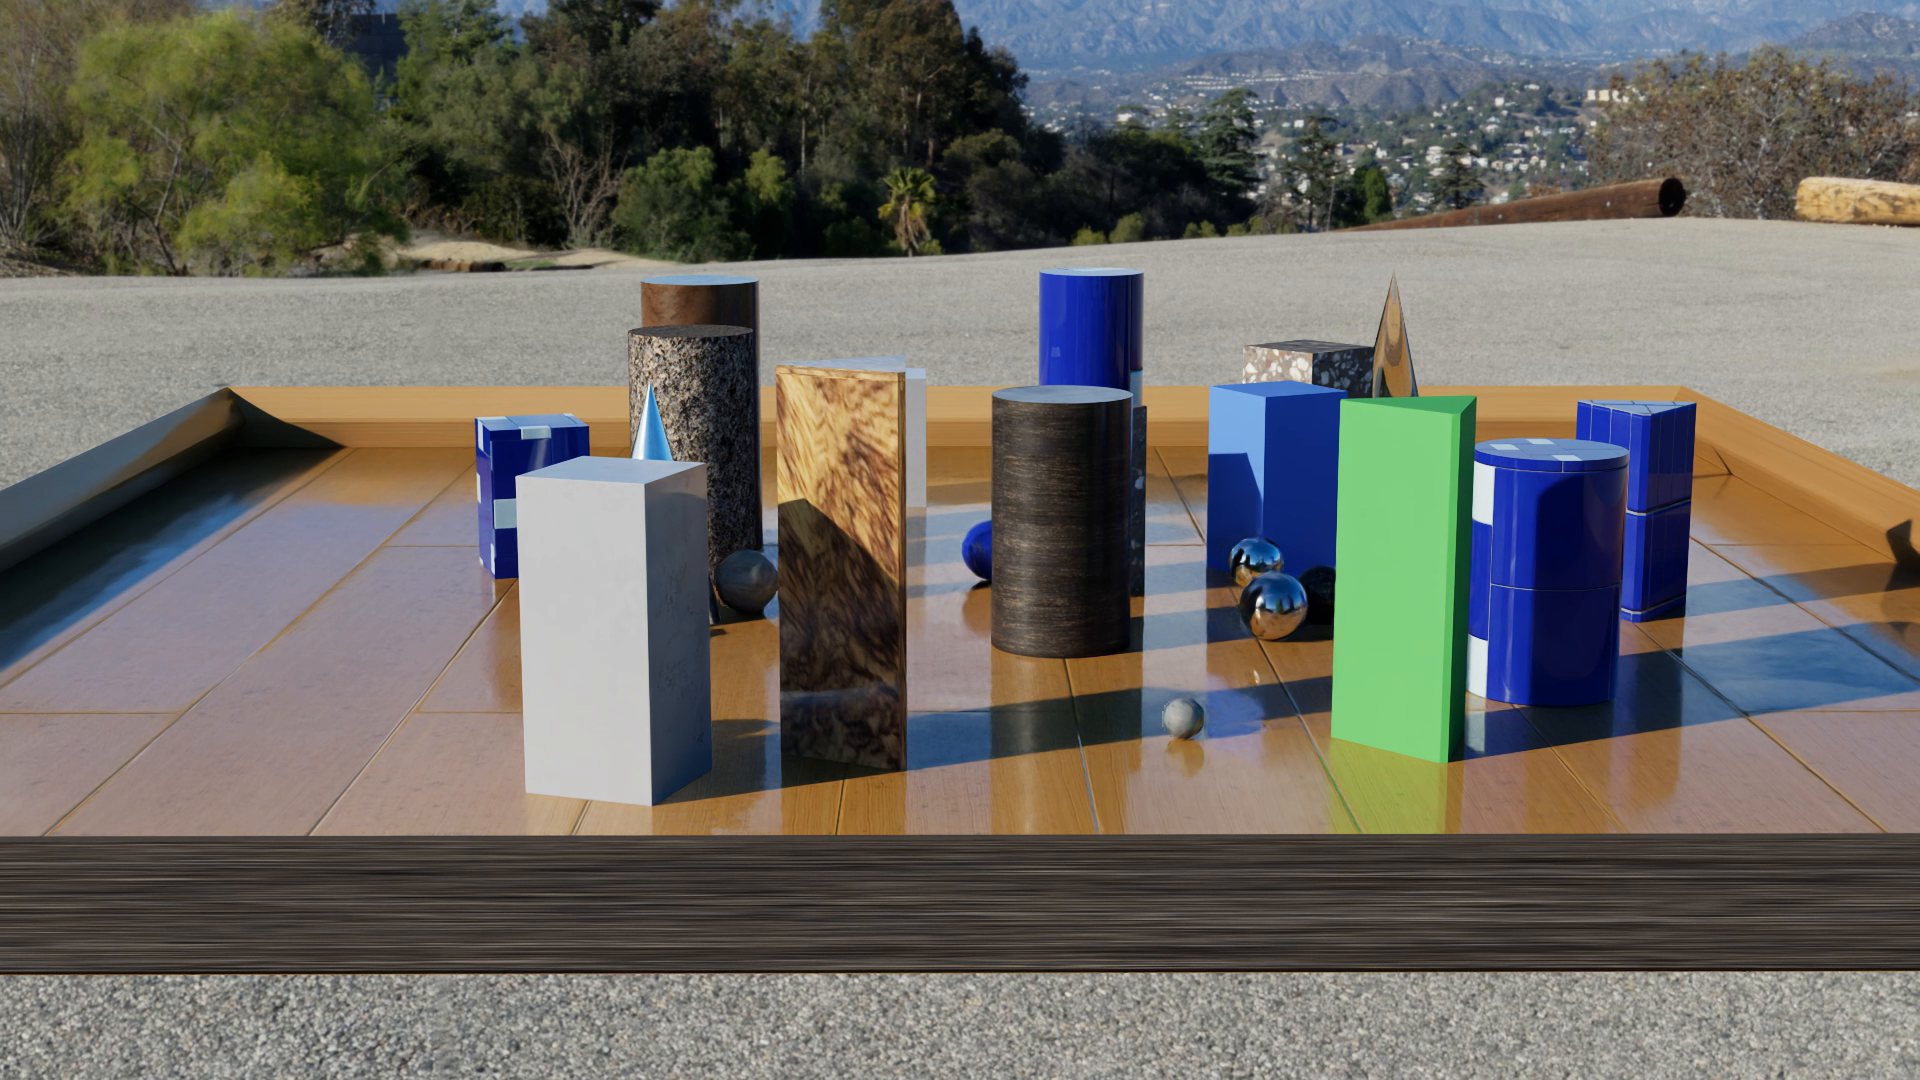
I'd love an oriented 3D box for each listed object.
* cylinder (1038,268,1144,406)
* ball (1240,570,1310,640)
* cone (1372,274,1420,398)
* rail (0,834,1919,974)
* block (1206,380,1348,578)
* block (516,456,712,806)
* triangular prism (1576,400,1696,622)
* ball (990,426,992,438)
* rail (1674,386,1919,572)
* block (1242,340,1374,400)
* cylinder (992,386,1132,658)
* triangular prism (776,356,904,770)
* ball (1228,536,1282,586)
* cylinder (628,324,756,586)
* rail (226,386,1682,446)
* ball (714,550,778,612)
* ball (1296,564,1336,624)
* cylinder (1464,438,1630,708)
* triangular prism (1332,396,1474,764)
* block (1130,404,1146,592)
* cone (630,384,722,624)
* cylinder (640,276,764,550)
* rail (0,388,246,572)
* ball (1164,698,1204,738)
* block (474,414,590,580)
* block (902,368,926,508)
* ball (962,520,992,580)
[{"bbox_3d":[0.219,-0.263,4.306,0.175,0.374,0.175,0,11,0],"label":"cylinder"},{"bbox_3d":[0.397,0.083,3.242,0.087,0.087,0.087,0,11,0],"label":"ball"},{"bbox_3d":[0.700,-0.246,4.170,0.175,0.389,0.175,0,11,0],"label":"cone"},{"bbox_3d":[0.008,0.288,2.078,2.745,0.114,0.045,0,11,0],"label":"rail"},{"bbox_3d":[0.451,-0.086,3.663,0.140,0.263,0.140,-6,12,-27],"label":"block"},{"bbox_3d":[-0.346,0.088,2.584,0.140,0.322,0.140,4,11,19],"label":"block"},{"bbox_3d":[0.878,-0.045,3.418,0.131,0.274,0.151,9,14,38],"label":"triangular prism"},{"bbox_3d":[0.097,-0.201,4.767,0.081,0.081,0.081,0,11,0],"label":"ball"},{"bbox_3d":[1.349,0.028,3.458,0.045,0.114,2.840,0,11,0],"label":"rail"},{"bbox_3d":[0.532,-0.153,3.945,0.140,0.291,0.140,-9,14,-40],"label":"block"},{"bbox_3d":[0.126,-0.026,3.201,0.175,0.315,0.175,0,11,0],"label":"cylinder"},{"bbox_3d":[-0.093,0.018,2.707,0.151,0.414,0.131,6,12,28],"label":"triangular prism"},{"bbox_3d":[0.409,0.031,3.549,0.075,0.075,0.075,0,11,0],"label":"ball"},{"bbox_3d":[-0.377,-0.122,3.622,0.175,0.348,0.175,0,11,0],"label":"cylinder"},{"bbox_3d":[-0.008,-0.229,4.822,2.745,0.114,0.045,0,11,0],"label":"rail"},{"bbox_3d":[-0.283,0.054,3.403,0.084,0.084,0.084,0,11,0],"label":"ball"},{"bbox_3d":[0.470,0.070,3.332,0.078,0.078,0.078,0,11,0],"label":"ball"},{"bbox_3d":[0.678,0.035,2.970,0.175,0.283,0.175,0,11,0],"label":"cylinder"},{"bbox_3d":[0.503,0.034,2.744,0.131,0.368,0.151,-10,14,-41],"label":"triangular prism"},{"bbox_3d":[0.157,-0.058,3.535,0.140,0.255,0.140,10,15,44],"label":"block"},{"bbox_3d":[-0.400,-0.052,3.343,0.175,0.314,0.175,0,11,0],"label":"cone"},{"bbox_3d":[-0.384,-0.187,3.828,0.175,0.401,0.175,0,11,0],"label":"cylinder"},{"bbox_3d":[-1.349,0.031,3.443,0.045,0.114,2.840,0,11,0],"label":"rail"},{"bbox_3d":[0.243,0.192,2.777,0.044,0.044,0.044,0,11,0],"label":"ball"},{"bbox_3d":[-0.613,-0.065,3.690,0.140,0.212,0.140,-4,11,-19],"label":"block"},{"bbox_3d":[-0.126,-0.171,4.250,0.140,0.212,0.140,0,11,-1],"label":"block"},{"bbox_3d":[0.045,0.014,3.611,0.086,0.086,0.086,0,11,0],"label":"ball"}]
